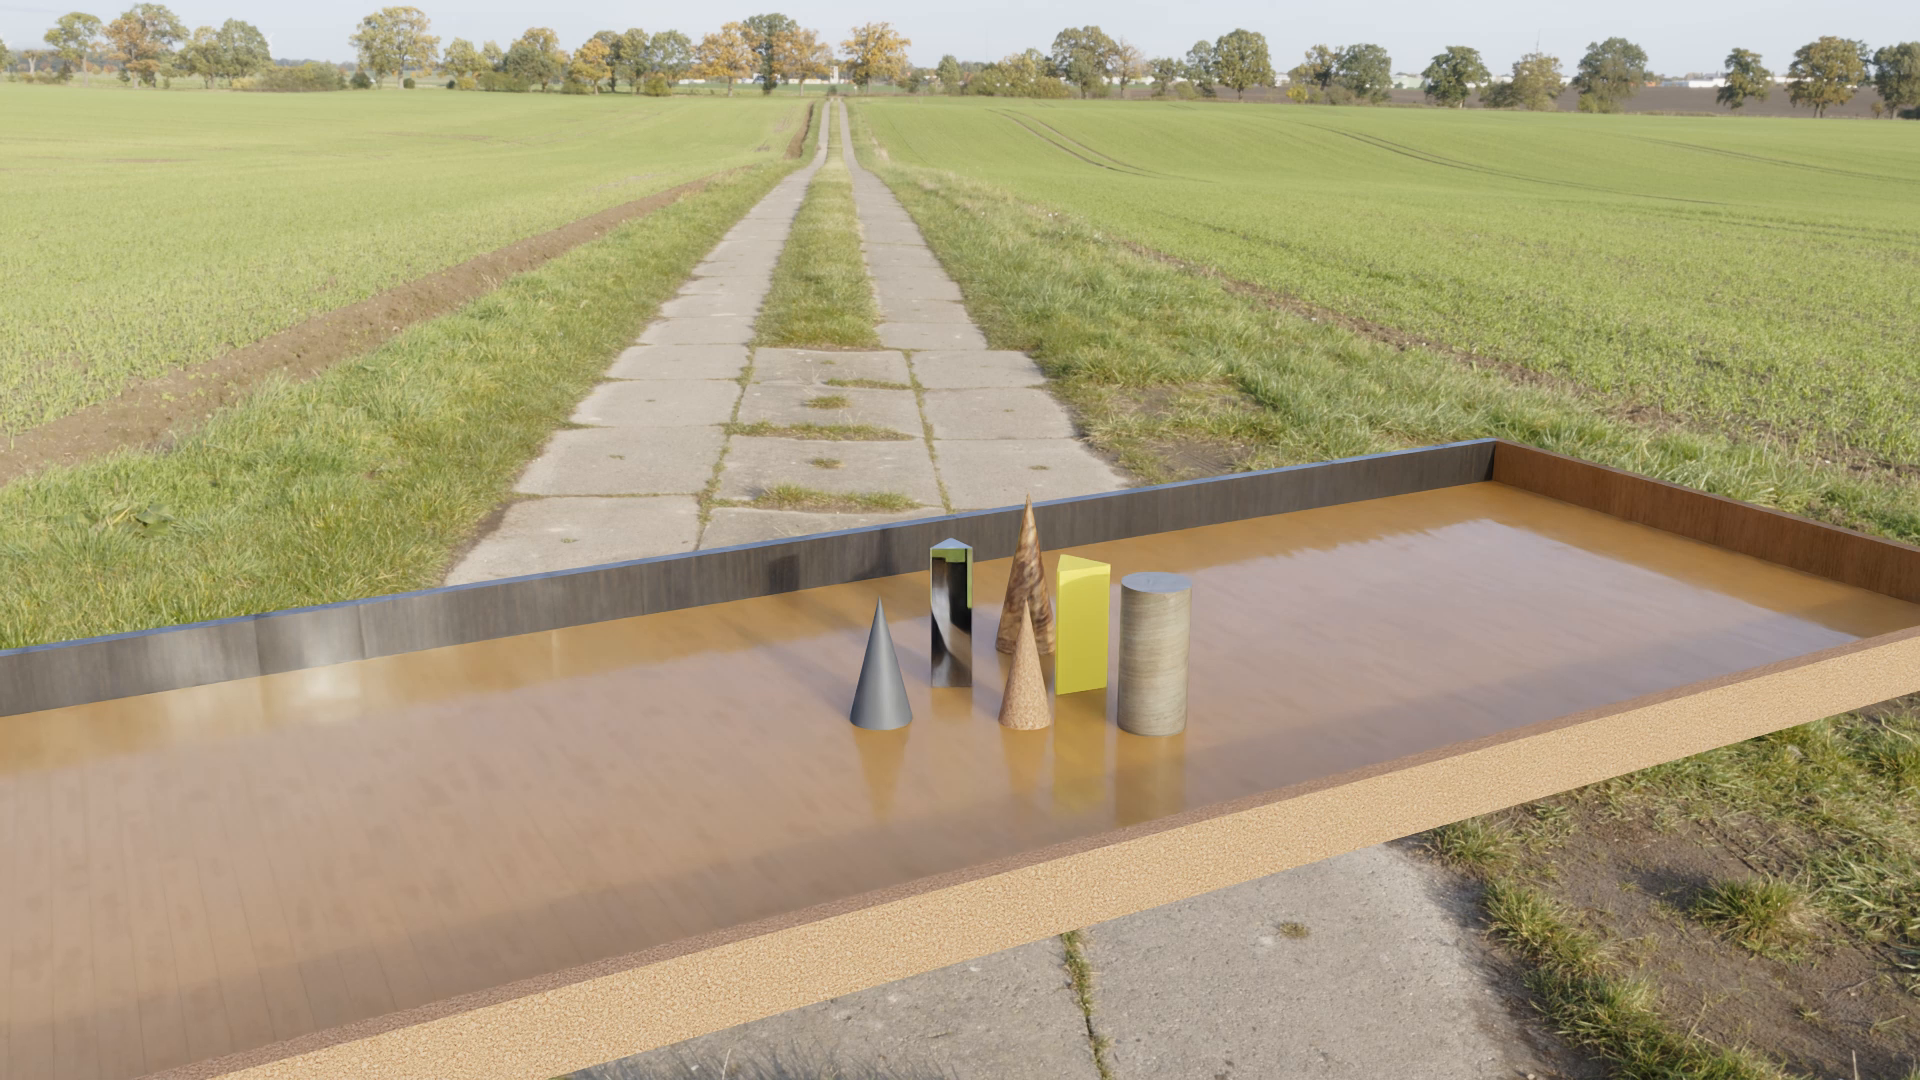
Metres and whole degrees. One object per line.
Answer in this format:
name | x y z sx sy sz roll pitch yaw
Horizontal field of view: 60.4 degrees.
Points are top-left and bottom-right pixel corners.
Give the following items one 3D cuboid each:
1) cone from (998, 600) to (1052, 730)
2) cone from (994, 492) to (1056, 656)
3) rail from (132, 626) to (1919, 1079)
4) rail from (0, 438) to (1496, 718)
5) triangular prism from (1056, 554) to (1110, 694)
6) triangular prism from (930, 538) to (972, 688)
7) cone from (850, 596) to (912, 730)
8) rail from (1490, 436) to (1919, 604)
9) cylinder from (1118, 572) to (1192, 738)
cone | 0.154 0.279 3.864 0.126 0.305 0.126 0 16 0
cone | 0.178 0.076 4.333 0.172 0.430 0.172 0 16 0
rail | -2.336 1.006 1.665 12.000 0.150 0.050 -9 18 -27
rail | -3.305 0.497 3.399 12.000 0.150 0.050 -9 18 -27
triangular prism | 0.278 0.204 4.097 0.142 0.317 0.123 -7 18 -21
triangular prism | -0.021 0.181 4.100 0.102 0.361 0.088 0 16 -1
cone | -0.187 0.275 3.874 0.151 0.307 0.151 0 16 0
rail | 2.466 -0.048 5.253 0.050 0.150 2.100 -9 18 -27
cylinder | 0.451 0.264 3.834 0.163 0.350 0.163 0 16 0
